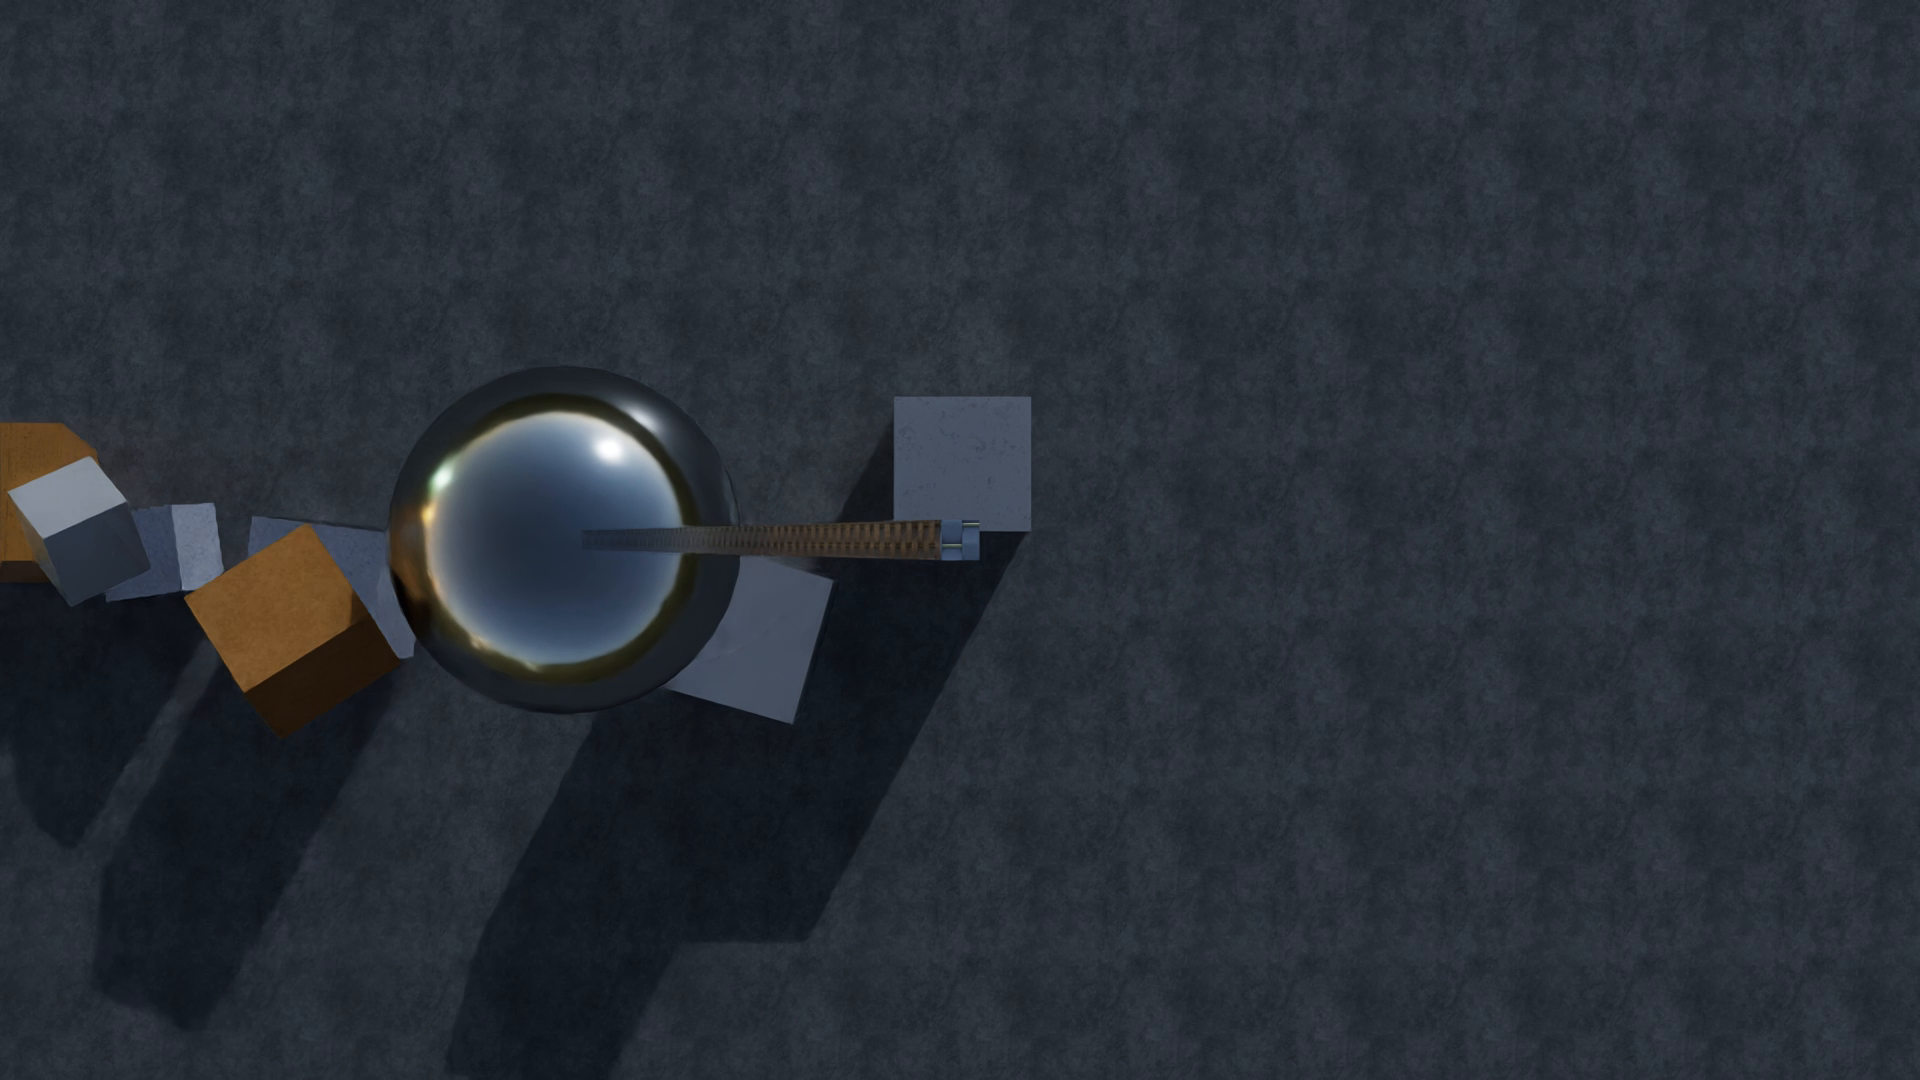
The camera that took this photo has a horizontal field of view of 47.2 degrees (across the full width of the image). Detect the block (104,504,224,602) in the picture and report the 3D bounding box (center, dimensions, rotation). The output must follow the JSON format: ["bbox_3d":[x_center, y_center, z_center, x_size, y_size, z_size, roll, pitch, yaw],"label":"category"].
[{"bbox_3d":[-4.625,0.070,12.726,0.494,0.451,0.494,-8,90,12],"label":"block"}]

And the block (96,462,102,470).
[{"bbox_3d":[-5.314,-0.201,12.714,0.612,0.565,0.512,-24,89,0],"label":"block"}]

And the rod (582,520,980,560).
[{"bbox_3d":[-0.780,0.000,6.815,0.080,5.200,0.080,0,90,-17],"label":"rod"}]

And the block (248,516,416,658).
[{"bbox_3d":[-3.584,0.276,12.605,0.770,0.724,0.726,7,90,5],"label":"block"}]

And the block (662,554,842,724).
[{"bbox_3d":[-1.249,0.498,12.590,0.902,0.821,0.831,16,90,0],"label":"block"}]

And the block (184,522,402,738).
[{"bbox_3d":[-3.052,0.420,10.094,0.635,0.584,0.570,-34,69,-14],"label":"block"}]

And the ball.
[{"bbox_3d":[-1.800,0.000,10.059,1.600,1.600,1.600,0,90,0],"label":"ball"}]

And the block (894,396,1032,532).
[{"bbox_3d":[0.014,-0.420,12.578,0.760,0.844,0.745,0,90,0],"label":"block"}]

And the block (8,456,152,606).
[{"bbox_3d":[-4.030,-0.042,10.072,0.394,0.420,0.416,-30,49,-27],"label":"block"}]

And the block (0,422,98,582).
[{"bbox_3d":[-4.660,-0.176,10.781,0.634,0.690,0.672,0,81,-8],"label":"block"}]
